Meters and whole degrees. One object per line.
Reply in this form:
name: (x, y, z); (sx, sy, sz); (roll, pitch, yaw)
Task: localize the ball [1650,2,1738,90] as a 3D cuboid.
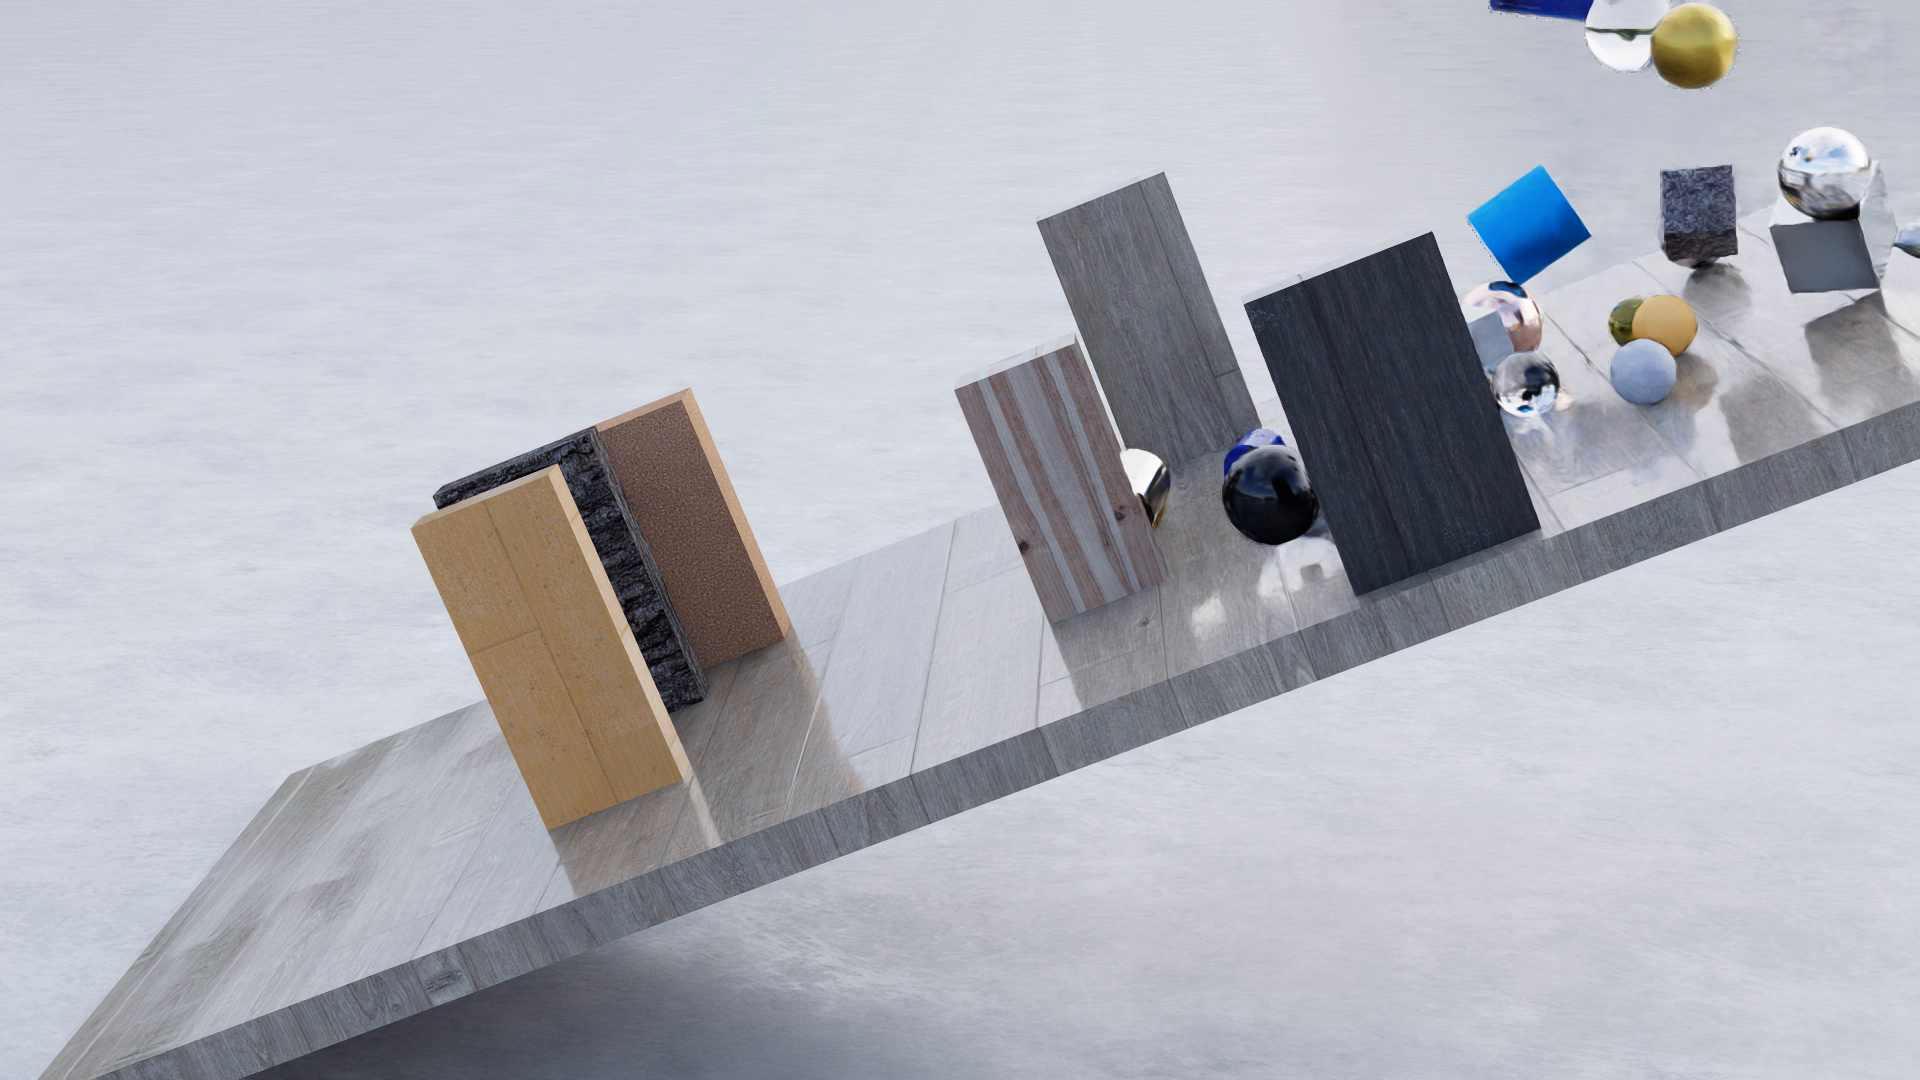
ball: (1.387, -0.934, 5.561); (0.163, 0.163, 0.163); (0, 14, 0)

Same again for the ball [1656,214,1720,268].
ball: (1.667, -0.701, 6.682); (0.167, 0.167, 0.167); (0, 14, 0)

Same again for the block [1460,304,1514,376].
block: (1.053, -0.366, 6.254); (0.197, 0.197, 0.197); (-24, 12, -8)

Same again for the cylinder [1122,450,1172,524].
cylinder: (0.354, -0.093, 6.118); (0.141, 0.141, 0.141); (5, 33, 20)

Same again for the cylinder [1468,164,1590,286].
cylinder: (1.258, -0.694, 6.503); (0.195, 0.195, 0.195); (-35, 8, 12)

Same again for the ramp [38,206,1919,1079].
ramp: (0.124, 0.173, 6.291); (4.000, 0.100, 2.000); (-21, 12, 7)

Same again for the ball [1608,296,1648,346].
ball: (1.422, -0.456, 6.180); (0.115, 0.115, 0.115); (0, 14, 0)

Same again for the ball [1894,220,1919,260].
ball: (2.042, -0.624, 6.253); (0.114, 0.114, 0.114); (0, 14, 0)

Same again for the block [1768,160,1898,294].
block: (1.769, -0.632, 5.955); (0.182, 0.182, 0.182); (-1, 45, 35)

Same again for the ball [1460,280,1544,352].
ball: (1.184, -0.470, 6.469); (0.199, 0.199, 0.199); (0, 14, 0)

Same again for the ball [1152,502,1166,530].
ball: (0.375, -0.077, 6.351); (0.140, 0.140, 0.140); (0, 14, 0)

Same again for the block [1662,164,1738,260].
block: (1.529, -0.675, 6.078); (0.141, 0.141, 0.141); (-3, -18, 16)

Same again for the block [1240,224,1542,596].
block: (0.770, -0.228, 5.255); (0.352, 0.573, 0.086); (-21, 12, 7)

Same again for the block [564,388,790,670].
block: (-0.661, -0.007, 6.796); (0.319, 0.602, 0.149); (-21, 12, 7)

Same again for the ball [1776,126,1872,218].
ball: (1.705, -0.725, 5.802); (0.180, 0.180, 0.180); (0, 14, 0)

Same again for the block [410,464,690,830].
block: (-0.821, 0.218, 5.925); (0.301, 0.676, 0.105); (-21, 12, 7)

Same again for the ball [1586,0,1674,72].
ball: (1.341, -1.027, 5.878); (0.178, 0.178, 0.178); (0, 14, 0)

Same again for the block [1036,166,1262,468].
block: (0.444, -0.505, 6.860); (0.314, 0.652, 0.114); (-21, 12, 7)

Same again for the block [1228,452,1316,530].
block: (0.646, -0.101, 6.026); (0.116, 0.116, 0.116); (-31, 15, -35)

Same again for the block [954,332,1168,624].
block: (0.206, -0.125, 5.950); (0.257, 0.519, 0.134); (-21, 12, 7)

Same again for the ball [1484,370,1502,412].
ball: (1.059, -0.294, 6.094); (0.129, 0.129, 0.129); (0, 14, 0)

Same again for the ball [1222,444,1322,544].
ball: (0.619, -0.091, 5.826); (0.200, 0.200, 0.200); (0, 14, 0)

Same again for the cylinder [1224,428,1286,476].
cylinder: (0.638, -0.169, 6.341); (0.113, 0.113, 0.113); (5, 22, 21)

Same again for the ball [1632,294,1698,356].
ball: (1.444, -0.439, 6.027); (0.131, 0.131, 0.131); (0, 14, 0)

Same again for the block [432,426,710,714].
block: (-0.857, 0.117, 6.509); (0.372, 0.643, 0.108); (-21, 12, 7)

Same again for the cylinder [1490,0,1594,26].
cylinder: (1.214, -1.177, 6.052); (0.201, 0.201, 0.201); (11, 14, -1)

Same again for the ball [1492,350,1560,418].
ball: (1.157, -0.319, 6.007); (0.137, 0.137, 0.137); (0, 14, 0)

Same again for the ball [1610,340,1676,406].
ball: (1.334, -0.328, 5.746); (0.129, 0.129, 0.129); (0, 14, 0)

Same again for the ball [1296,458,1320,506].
ball: (0.742, -0.128, 5.948); (0.126, 0.126, 0.126); (0, 14, 0)
